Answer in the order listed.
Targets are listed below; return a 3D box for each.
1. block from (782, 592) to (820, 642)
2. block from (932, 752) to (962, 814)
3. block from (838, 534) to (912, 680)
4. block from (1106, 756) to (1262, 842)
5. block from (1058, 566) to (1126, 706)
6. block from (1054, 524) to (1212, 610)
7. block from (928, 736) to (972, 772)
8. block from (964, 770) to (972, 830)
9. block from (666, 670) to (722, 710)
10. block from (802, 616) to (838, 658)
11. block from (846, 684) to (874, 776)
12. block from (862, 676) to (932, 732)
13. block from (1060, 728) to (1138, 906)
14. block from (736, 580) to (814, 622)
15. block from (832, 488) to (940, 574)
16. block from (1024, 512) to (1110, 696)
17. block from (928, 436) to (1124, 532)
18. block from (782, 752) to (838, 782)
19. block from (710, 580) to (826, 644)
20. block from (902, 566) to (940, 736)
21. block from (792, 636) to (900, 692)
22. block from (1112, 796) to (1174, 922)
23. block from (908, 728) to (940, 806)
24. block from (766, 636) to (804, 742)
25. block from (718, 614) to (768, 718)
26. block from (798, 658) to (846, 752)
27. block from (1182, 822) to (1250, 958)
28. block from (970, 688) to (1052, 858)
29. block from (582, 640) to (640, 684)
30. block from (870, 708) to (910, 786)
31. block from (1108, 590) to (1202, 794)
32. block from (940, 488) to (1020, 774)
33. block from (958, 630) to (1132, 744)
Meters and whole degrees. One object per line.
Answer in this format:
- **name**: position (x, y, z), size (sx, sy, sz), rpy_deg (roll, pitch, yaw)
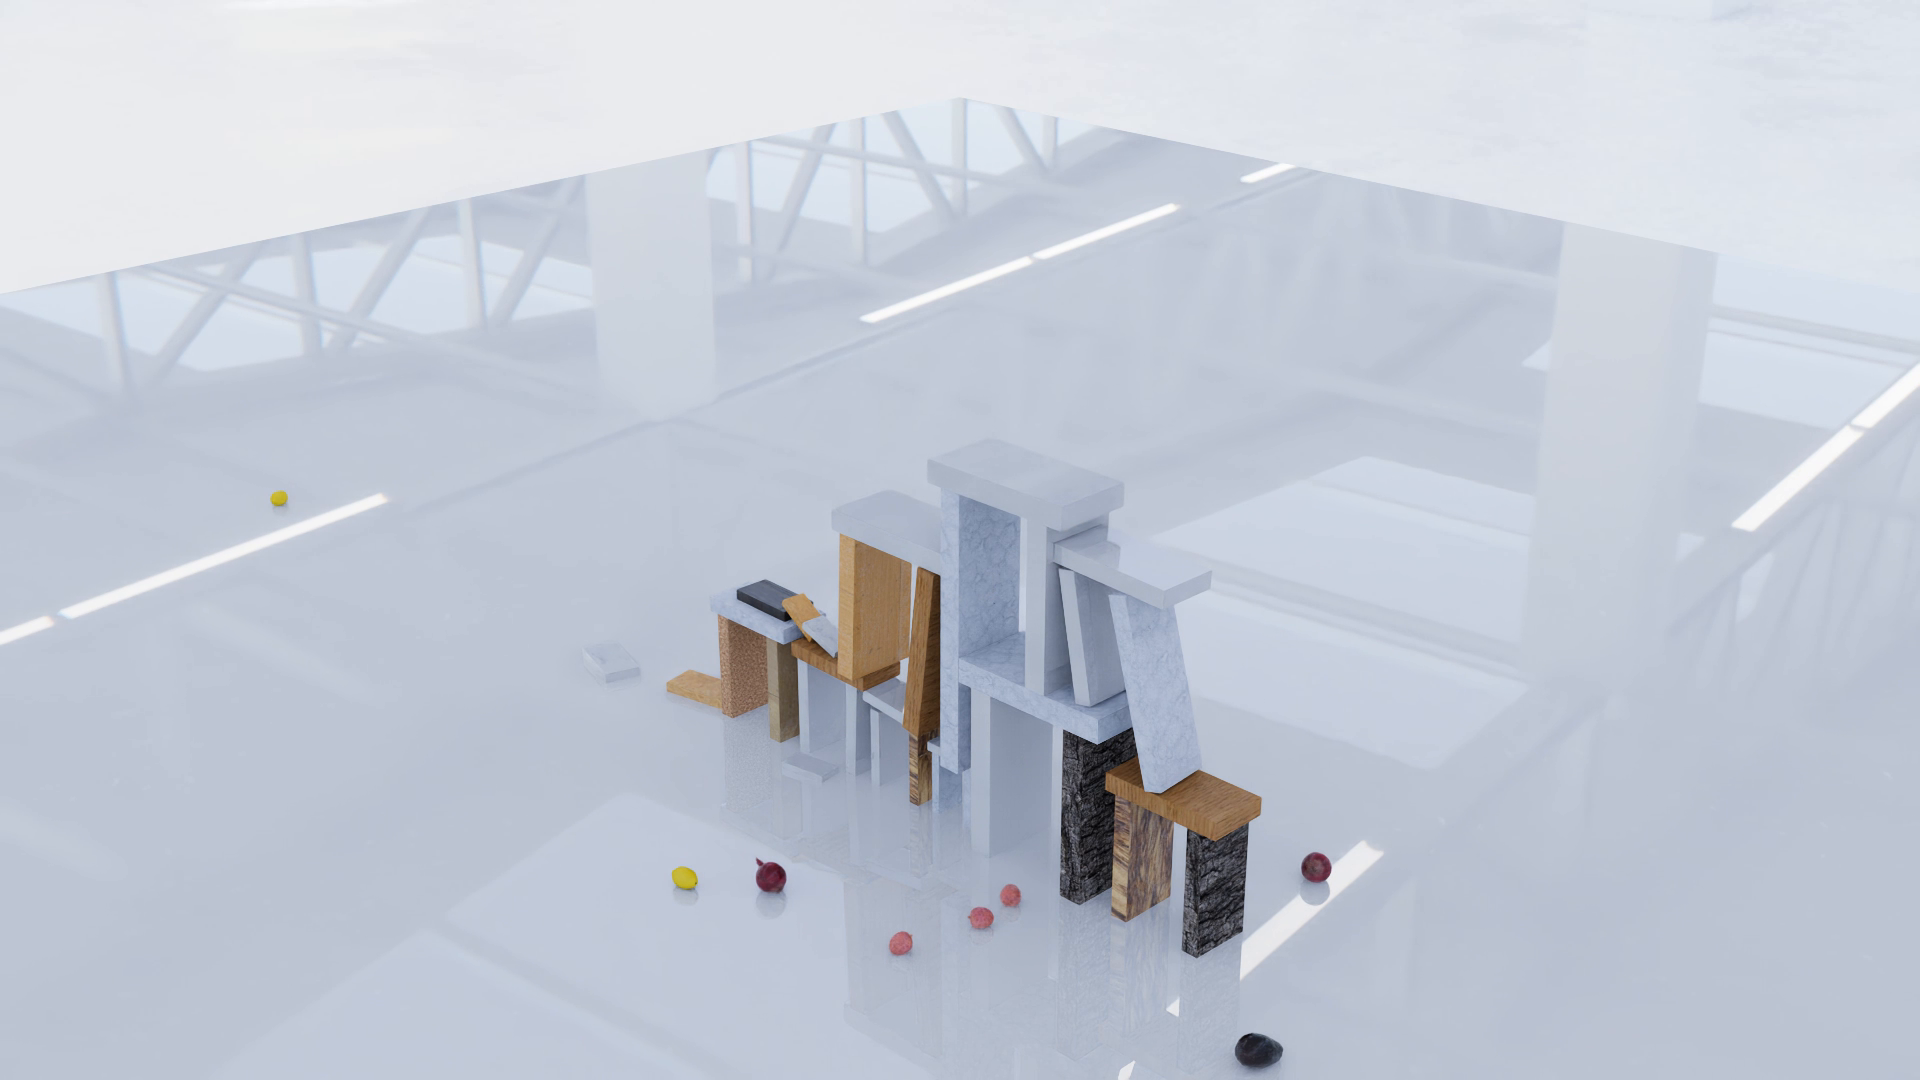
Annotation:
- **block**: position (-0.323, 0.163, 4.639), size (0.054, 0.015, 0.109), rpy_deg (-19, 60, -38)
- **block**: position (-0.026, 0.481, 4.454), size (0.019, 0.135, 0.068), rpy_deg (21, 31, 41)
- **block**: position (-0.172, 0.114, 4.460), size (0.158, 0.316, 0.045), rpy_deg (-21, 33, -40)
- **block**: position (0.402, 0.458, 3.975), size (0.129, 0.036, 0.257), rpy_deg (-21, 31, -41)
- **block**: position (0.252, 0.160, 4.012), size (0.129, 0.258, 0.037), rpy_deg (-21, 20, -41)
- **block**: position (0.306, 0.046, 3.908), size (0.129, 0.037, 0.258), rpy_deg (-21, 33, -40)
- **block**: position (0.006, 0.423, 4.394), size (0.135, 0.019, 0.067), rpy_deg (22, 31, 40)
- **block**: position (0.038, 0.506, 4.395), size (0.019, 0.135, 0.067), rpy_deg (22, 31, 40)
- **block**: position (-0.571, 0.335, 4.942), size (0.161, 0.023, 0.081), rpy_deg (15, 27, 31)
- **block**: position (-0.274, 0.201, 4.587), size (0.054, 0.015, 0.109), rpy_deg (-20, 48, -39)
- **block**: position (-0.188, 0.377, 4.594), size (0.108, 0.215, 0.030), rpy_deg (-21, 34, -40)
- **block**: position (-0.107, 0.337, 4.476), size (0.172, 0.024, 0.086), rpy_deg (28, 35, 36)
- **block**: position (0.270, 0.493, 4.144), size (0.050, 0.355, 0.178), rpy_deg (21, 31, 41)
- **block**: position (-0.397, 0.129, 4.719), size (0.081, 0.023, 0.161), rpy_deg (-20, 30, -40)
- **block**: position (-0.087, -0.018, 4.311), size (0.316, 0.045, 0.158), rpy_deg (22, 31, 40)
- **block**: position (0.197, 0.102, 4.050), size (0.169, 0.338, 0.048), rpy_deg (-21, 31, -40)
- **block**: position (0.118, -0.106, 4.046), size (0.337, 0.048, 0.169), rpy_deg (21, 31, 40)
- **block**: position (-0.315, 0.477, 4.617), size (0.109, 0.015, 0.054), rpy_deg (16, 28, 33)
- **block**: position (-0.414, 0.154, 4.734), size (0.242, 0.034, 0.121), rpy_deg (21, 31, 40)
- **block**: position (-0.027, 0.199, 4.332), size (0.158, 0.365, 0.045), rpy_deg (-21, 38, -41)
- **block**: position (-0.238, 0.246, 4.580), size (0.215, 0.030, 0.108), rpy_deg (23, 32, 38)
- **block**: position (0.341, 0.570, 4.088), size (0.036, 0.257, 0.129), rpy_deg (22, 31, 40)
- **block**: position (-0.064, 0.448, 4.485), size (0.024, 0.172, 0.086), rpy_deg (21, 31, 40)
- **block**: position (-0.356, 0.304, 4.734), size (0.034, 0.242, 0.121), rpy_deg (21, 31, 41)
- **block**: position (-0.470, 0.259, 4.839), size (0.034, 0.242, 0.121), rpy_deg (21, 31, 41)
- **block**: position (-0.293, 0.337, 4.691), size (0.030, 0.215, 0.108), rpy_deg (21, 31, 41)
- **block**: position (0.462, 0.616, 3.979), size (0.129, 0.257, 0.036), rpy_deg (-20, 30, -39)
- **block**: position (0.102, 0.427, 4.298), size (0.050, 0.355, 0.178), rpy_deg (21, 31, 41)
- **block**: position (-0.805, 0.280, 5.073), size (0.081, 0.023, 0.161), rpy_deg (-12, 26, -26)
- **block**: position (-0.145, 0.416, 4.559), size (0.024, 0.172, 0.086), rpy_deg (21, 31, 41)
- **block**: position (0.352, 0.255, 3.936), size (0.037, 0.370, 0.129), rpy_deg (1, 18, 43)
- **block**: position (0.039, 0.156, 4.244), size (0.048, 0.589, 0.169), rpy_deg (22, 31, 40)
- **block**: position (0.186, 0.273, 4.142), size (0.355, 0.050, 0.178), rpy_deg (21, 31, 41)
